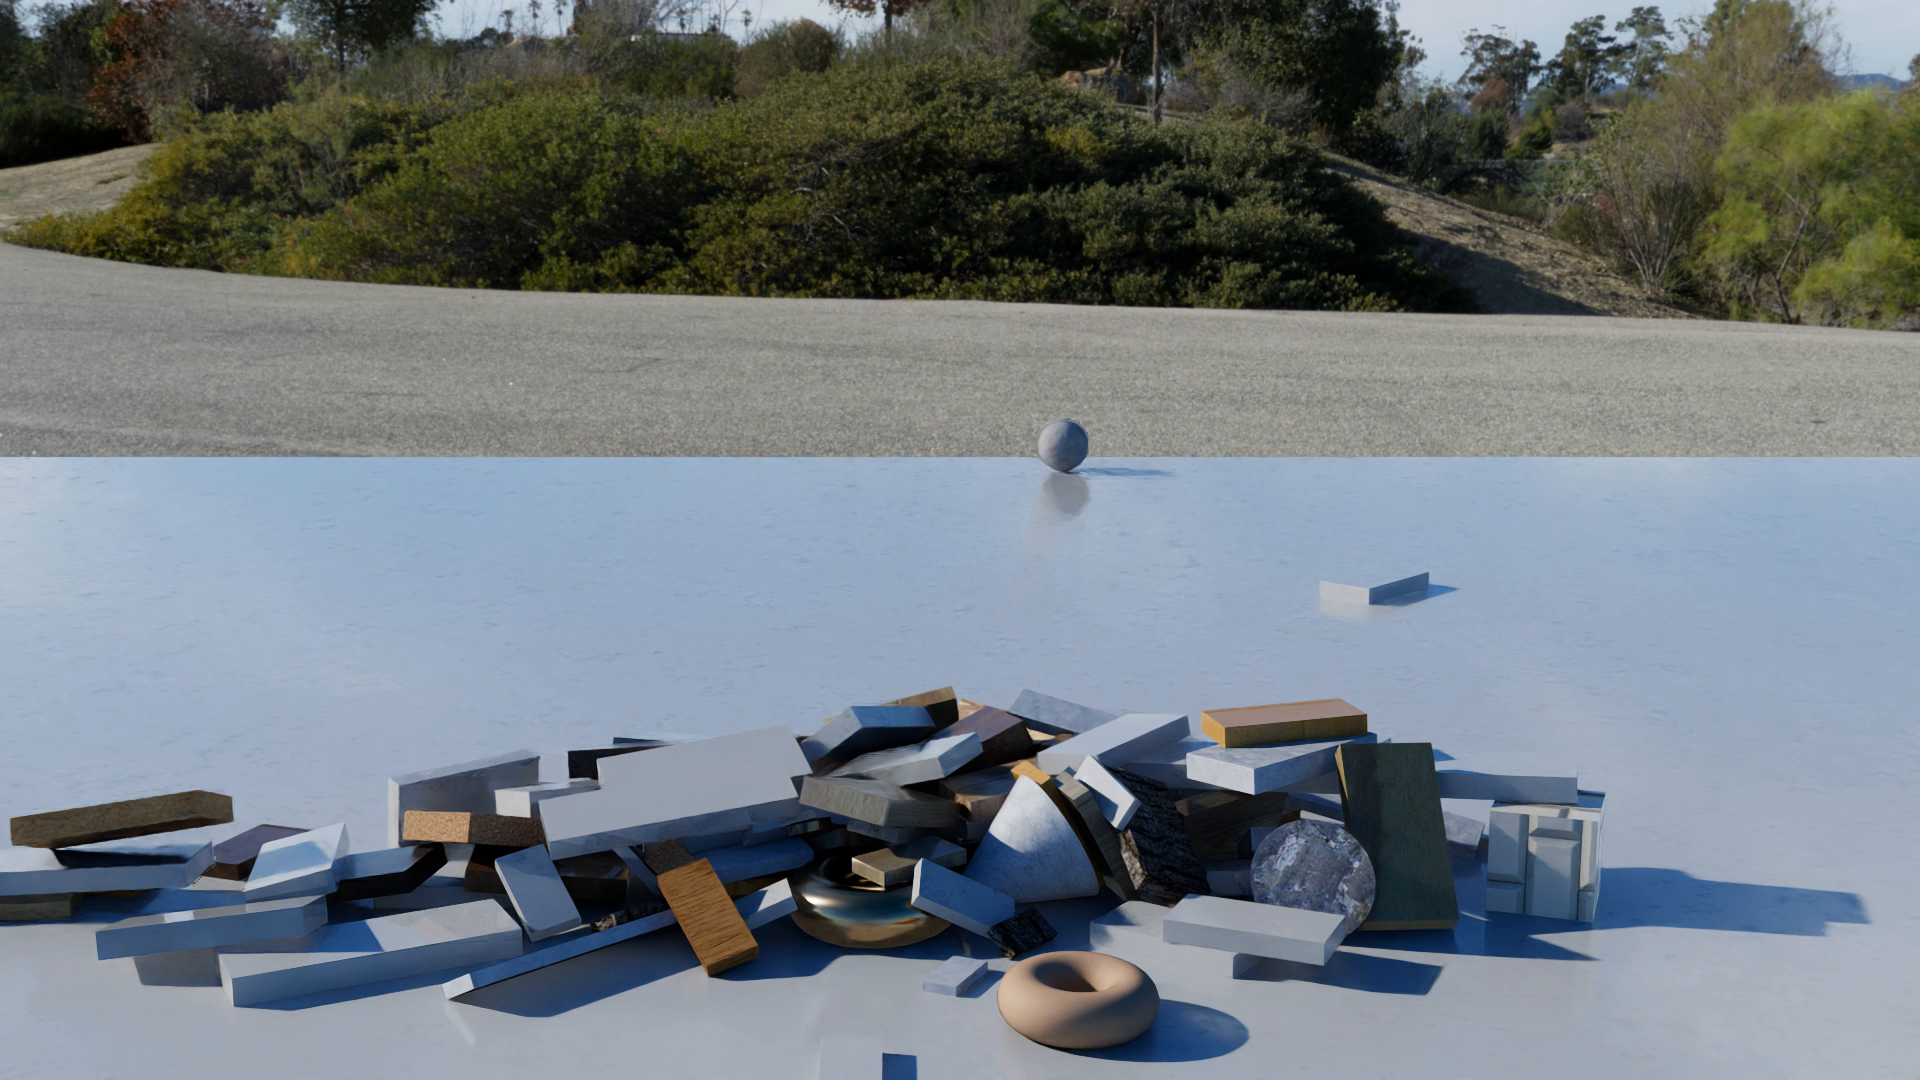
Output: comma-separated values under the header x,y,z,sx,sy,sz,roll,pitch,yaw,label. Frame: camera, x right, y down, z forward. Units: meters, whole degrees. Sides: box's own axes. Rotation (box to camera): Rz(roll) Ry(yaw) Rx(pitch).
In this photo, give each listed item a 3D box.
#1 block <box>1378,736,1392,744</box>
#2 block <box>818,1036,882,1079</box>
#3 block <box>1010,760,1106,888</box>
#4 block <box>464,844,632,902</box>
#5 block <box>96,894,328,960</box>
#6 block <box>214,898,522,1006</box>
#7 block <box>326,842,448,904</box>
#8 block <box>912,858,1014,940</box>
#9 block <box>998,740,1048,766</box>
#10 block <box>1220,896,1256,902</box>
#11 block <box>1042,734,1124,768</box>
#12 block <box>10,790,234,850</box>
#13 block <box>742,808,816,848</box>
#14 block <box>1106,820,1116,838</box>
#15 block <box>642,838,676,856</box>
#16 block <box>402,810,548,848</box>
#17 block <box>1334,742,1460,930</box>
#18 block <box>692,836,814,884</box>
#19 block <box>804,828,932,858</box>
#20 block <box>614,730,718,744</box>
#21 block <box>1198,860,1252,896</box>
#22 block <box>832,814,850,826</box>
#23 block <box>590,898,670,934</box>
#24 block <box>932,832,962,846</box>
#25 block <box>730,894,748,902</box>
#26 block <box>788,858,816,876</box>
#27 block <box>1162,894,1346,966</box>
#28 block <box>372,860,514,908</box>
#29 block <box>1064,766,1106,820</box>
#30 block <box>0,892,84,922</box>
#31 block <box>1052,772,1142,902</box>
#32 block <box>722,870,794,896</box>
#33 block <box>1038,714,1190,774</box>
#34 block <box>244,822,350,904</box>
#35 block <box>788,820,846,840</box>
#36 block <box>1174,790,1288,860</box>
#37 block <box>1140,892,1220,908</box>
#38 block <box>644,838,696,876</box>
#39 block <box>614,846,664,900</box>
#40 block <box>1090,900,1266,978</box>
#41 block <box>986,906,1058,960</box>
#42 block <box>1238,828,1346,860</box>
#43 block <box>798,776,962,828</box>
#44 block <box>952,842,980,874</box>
x,y,z,sx,sy,sz,roll,pitch,yaw,label
0.703,0.415,4.489,0.310,0.044,0.155,8,13,38,block
-0.146,0.712,2.949,0.084,0.024,0.167,0,11,-2,block
0.164,0.480,3.688,0.031,0.219,0.109,-32,20,-14,block
-0.674,0.546,3.617,0.258,0.037,0.129,4,10,-6,block
-1.142,0.592,3.368,0.306,0.043,0.153,-6,-2,-4,block
-0.901,0.626,3.357,0.431,0.043,0.153,-6,12,-28,block
-0.988,0.552,3.606,0.258,0.037,0.129,-10,11,17,block
0.006,0.566,3.439,0.168,0.024,0.084,26,32,-14,block
0.180,0.442,4.077,0.277,0.139,0.039,0,5,-2,block
0.423,0.596,3.581,0.140,0.020,0.070,-1,11,-3,block
0.241,0.381,3.970,0.167,0.024,0.084,5,12,27,block
-1.369,0.459,3.603,0.306,0.043,0.153,-9,-11,0,block
-0.298,0.474,3.620,0.113,0.016,0.057,-12,-25,-29,block
0.280,0.530,3.631,0.020,0.140,0.070,-32,18,-11,block
-0.444,0.520,3.769,0.197,0.099,0.028,-2,34,-13,block
-0.747,0.494,3.711,0.169,0.048,0.338,-4,-12,39,block
0.705,0.477,3.558,0.152,0.304,0.043,-1,-29,-4,block
-0.339,0.522,3.598,0.180,0.025,0.090,-9,16,-22,block
-0.155,0.510,3.693,0.208,0.028,0.099,9,-23,-44,block
-0.488,0.417,4.311,0.356,0.050,0.178,4,0,1,block
0.541,0.560,3.651,0.283,0.040,0.142,0,0,-1,block
-0.147,0.481,3.719,0.070,0.020,0.140,-10,-20,33,block
-0.506,0.594,3.501,0.148,0.021,0.074,-10,-13,-43,block
-0.094,0.525,3.863,0.190,0.027,0.095,-5,3,4,block
-0.393,0.586,3.634,0.148,0.021,0.074,-4,11,-20,block
-0.216,0.546,3.696,0.180,0.026,0.090,9,5,-39,block
0.449,0.593,3.358,0.252,0.036,0.126,5,11,23,block
-0.832,0.573,3.662,0.258,0.037,0.129,0,11,-1,block
0.249,0.483,3.689,0.219,0.109,0.031,36,53,18,block
-1.546,0.591,3.582,0.203,0.029,0.102,-2,11,-10,block
0.228,0.492,3.626,0.031,0.219,0.109,-32,18,-10,block
-0.341,0.558,3.637,0.180,0.025,0.090,3,9,-33,block
0.271,0.357,3.849,0.132,0.037,0.264,-3,10,42,block
-1.082,0.535,3.601,0.138,0.039,0.276,-15,11,-9,block
-0.233,0.482,3.640,0.057,0.016,0.113,-14,-17,20,block
0.448,0.494,3.781,0.283,0.142,0.040,-10,32,-43,block
0.367,0.583,3.541,0.140,0.020,0.070,24,35,38,block
-0.453,0.531,3.546,0.057,0.016,0.149,-42,34,-16,block
-0.528,0.534,3.613,0.021,0.148,0.074,-40,20,-7,block
0.343,0.618,3.419,0.253,0.036,0.126,7,13,35,block
0.097,0.612,3.423,0.056,0.016,0.113,47,33,22,block
0.624,0.523,3.736,0.284,0.040,0.142,0,-19,-2,block
-0.128,0.433,3.624,0.154,0.044,0.309,13,-3,22,block
-0.017,0.557,3.773,0.190,0.027,0.095,-6,12,-30,block
